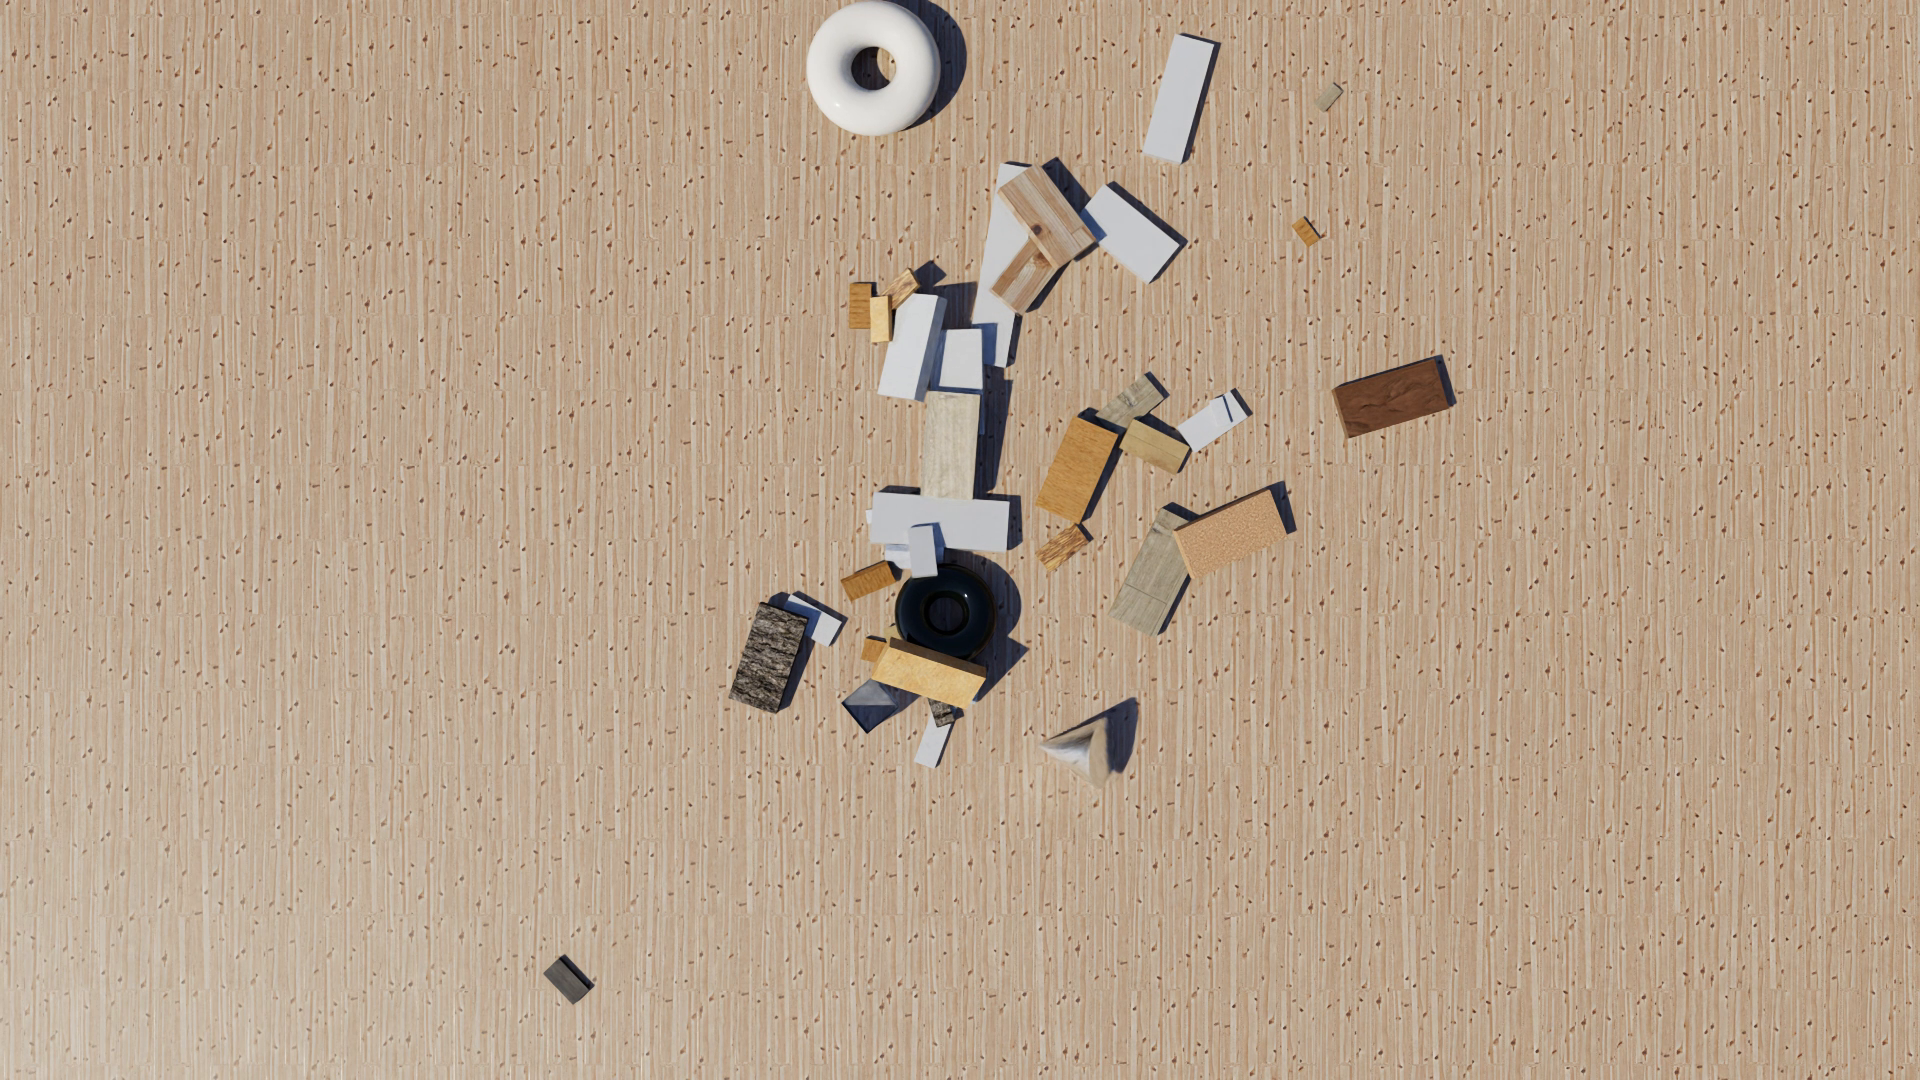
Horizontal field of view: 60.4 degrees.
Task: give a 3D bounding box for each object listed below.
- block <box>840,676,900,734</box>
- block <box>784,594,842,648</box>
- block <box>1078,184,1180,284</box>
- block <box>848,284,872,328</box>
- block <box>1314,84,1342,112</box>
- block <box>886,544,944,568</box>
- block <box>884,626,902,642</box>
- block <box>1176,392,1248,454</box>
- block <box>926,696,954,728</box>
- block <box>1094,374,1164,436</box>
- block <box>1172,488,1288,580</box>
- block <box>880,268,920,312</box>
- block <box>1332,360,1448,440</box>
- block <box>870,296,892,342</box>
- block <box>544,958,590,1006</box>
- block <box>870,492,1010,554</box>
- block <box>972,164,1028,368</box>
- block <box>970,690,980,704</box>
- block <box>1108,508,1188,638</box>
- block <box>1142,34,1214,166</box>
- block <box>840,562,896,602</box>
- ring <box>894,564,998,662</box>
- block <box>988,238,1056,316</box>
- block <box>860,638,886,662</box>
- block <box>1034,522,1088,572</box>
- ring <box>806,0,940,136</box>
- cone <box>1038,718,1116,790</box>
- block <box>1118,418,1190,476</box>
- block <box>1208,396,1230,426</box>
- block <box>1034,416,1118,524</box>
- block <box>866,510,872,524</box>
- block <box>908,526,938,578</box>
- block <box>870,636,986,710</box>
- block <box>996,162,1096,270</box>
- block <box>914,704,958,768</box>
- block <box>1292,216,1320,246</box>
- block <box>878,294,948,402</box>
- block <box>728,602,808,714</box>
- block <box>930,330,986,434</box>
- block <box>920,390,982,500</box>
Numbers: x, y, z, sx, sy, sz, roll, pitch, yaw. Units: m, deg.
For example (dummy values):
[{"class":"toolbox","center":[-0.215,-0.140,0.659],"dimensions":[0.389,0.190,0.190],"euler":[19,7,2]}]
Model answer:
[{"class":"block","center":[-0.294,0.539,5.433],"dimensions":[0.133,0.133,0.133],"euler":[-40,90,0]},{"class":"block","center":[-0.500,0.268,5.486],"dimensions":[0.192,0.027,0.096],"euler":[29,90,0]},{"class":"block","center":[0.550,-1.014,5.477],"dimensions":[0.322,0.046,0.161],"euler":[39,90,0]},{"class":"block","center":[-0.332,-0.778,5.490],"dimensions":[0.074,0.021,0.148],"euler":[0,90,0]},{"class":"block","center":[1.225,-1.473,5.493],"dimensions":[0.046,0.013,0.092],"euler":[42,90,0]},{"class":"block","center":[-0.151,0.057,5.453],"dimensions":[0.192,0.096,0.027],"euler":[3,53,0]},{"class":"block","center":[-0.150,0.314,5.470],"dimensions":[0.192,0.027,0.096],"euler":[-18,79,-3]},{"class":"block","center":[0.837,-0.391,5.485],"dimensions":[0.212,0.030,0.106],"euler":[-34,90,0]},{"class":"block","center":[-0.066,0.554,5.470],"dimensions":[0.063,0.018,0.126],"euler":[-18,90,0]},{"class":"block","center":[0.562,-0.442,5.485],"dimensions":[0.212,0.030,0.106],"euler":[-40,90,0]},{"class":"block","center":[0.891,-0.020,5.440],"dimensions":[0.345,0.049,0.172],"euler":[-24,99,-8]},{"class":"block","center":[-0.199,-0.823,5.444],"dimensions":[0.148,0.021,0.074],"euler":[-40,68,29]},{"class":"block","center":[1.427,-0.467,5.476],"dimensions":[0.345,0.049,0.172],"euler":[-17,90,0]},{"class":"block","center":[-0.261,-0.731,5.464],"dimensions":[0.074,0.021,0.148],"euler":[0,93,35]},{"class":"block","center":[-1.310,1.468,5.490],"dimensions":[0.073,0.021,0.146],"euler":[-44,90,0]},{"class":"block","center":[-0.067,-0.057,5.461],"dimensions":[0.450,0.047,0.167],"euler":[4,82,-1]},{"class":"block","center":[0.142,-0.910,5.481],"dimensions":[0.135,0.038,0.664],"euler":[10,90,0]},{"class":"block","center":[0.036,0.477,5.474],"dimensions":[0.063,0.018,0.126],"euler":[16,91,-13]},{"class":"block","center":[0.656,0.110,5.476],"dimensions":[0.172,0.049,0.397],"euler":[26,90,0]},{"class":"block","center":[0.722,-1.463,5.481],"dimensions":[0.134,0.038,0.406],"euler":[16,90,0]},{"class":"block","center":[-0.304,0.136,5.466],"dimensions":[0.166,0.023,0.083],"euler":[-23,127,0]},{"class":"ring","center":[-0.046,0.243,5.414],"dimensions":[0.343,0.114,0.343],"euler":[2,75,-7]},{"class":"block","center":[0.229,-0.887,5.448],"dimensions":[0.135,0.038,0.269],"euler":[39,82,-14]},{"class":"block","center":[-0.251,0.377,5.490],"dimensions":[0.146,0.021,0.073],"euler":[13,90,0]},{"class":"block","center":[0.338,0.025,5.488],"dimensions":[0.166,0.023,0.083],"euler":[-38,90,0]},{"class":"ring","center":[-0.284,-1.552,5.428],"dimensions":[0.443,0.148,0.443],"euler":[0,90,1]},{"class":"cone","center":[0.361,0.693,5.447],"dimensions":[0.235,0.235,0.235],"euler":[3,90,27]},{"class":"block","center":[0.642,-0.308,5.469],"dimensions":[0.212,0.030,0.106],"euler":[26,93,-7]},{"class":"block","center":[0.860,-0.424,5.464],"dimensions":[0.046,0.013,0.092],"euler":[-18,90,0]},{"class":"block","center":[0.385,-0.232,5.462],"dimensions":[0.161,0.046,0.322],"euler":[24,94,2]},{"class":"block","center":[-0.265,-0.083,5.493],"dimensions":[0.091,0.013,0.045],"euler":[-7,90,0]},{"class":"block","center":[-0.124,0.039,5.395],"dimensions":[0.083,0.023,0.166],"euler":[-6,72,-3]},{"class":"block","center":[-0.101,0.433,5.358],"dimensions":[0.335,0.047,0.167],"euler":[19,131,-13]},{"class":"block","center":[0.284,-1.063,5.416],"dimensions":[0.161,0.046,0.322],"euler":[-37,88,-13]},{"class":"block","center":[-0.069,0.612,5.490],"dimensions":[0.073,0.021,0.290],"euler":[20,90,0]},{"class":"block","center":[1.151,-1.025,5.493],"dimensions":[0.046,0.013,0.092],"euler":[-37,90,0]},{"class":"block","center":[-0.157,-0.634,5.424],"dimensions":[0.173,0.049,0.346],"euler":[13,90,43]},{"class":"block","center":[-0.633,0.390,5.460],"dimensions":[0.167,0.047,0.335],"euler":[19,95,1]},{"class":"block","center":[-0.009,-0.520,5.448],"dimensions":[0.173,0.049,0.346],"euler":[0,96,8]},{"class":"block","center":[-0.029,-0.311,5.422],"dimensions":[0.173,0.049,0.346],"euler":[5,97,7]}]
